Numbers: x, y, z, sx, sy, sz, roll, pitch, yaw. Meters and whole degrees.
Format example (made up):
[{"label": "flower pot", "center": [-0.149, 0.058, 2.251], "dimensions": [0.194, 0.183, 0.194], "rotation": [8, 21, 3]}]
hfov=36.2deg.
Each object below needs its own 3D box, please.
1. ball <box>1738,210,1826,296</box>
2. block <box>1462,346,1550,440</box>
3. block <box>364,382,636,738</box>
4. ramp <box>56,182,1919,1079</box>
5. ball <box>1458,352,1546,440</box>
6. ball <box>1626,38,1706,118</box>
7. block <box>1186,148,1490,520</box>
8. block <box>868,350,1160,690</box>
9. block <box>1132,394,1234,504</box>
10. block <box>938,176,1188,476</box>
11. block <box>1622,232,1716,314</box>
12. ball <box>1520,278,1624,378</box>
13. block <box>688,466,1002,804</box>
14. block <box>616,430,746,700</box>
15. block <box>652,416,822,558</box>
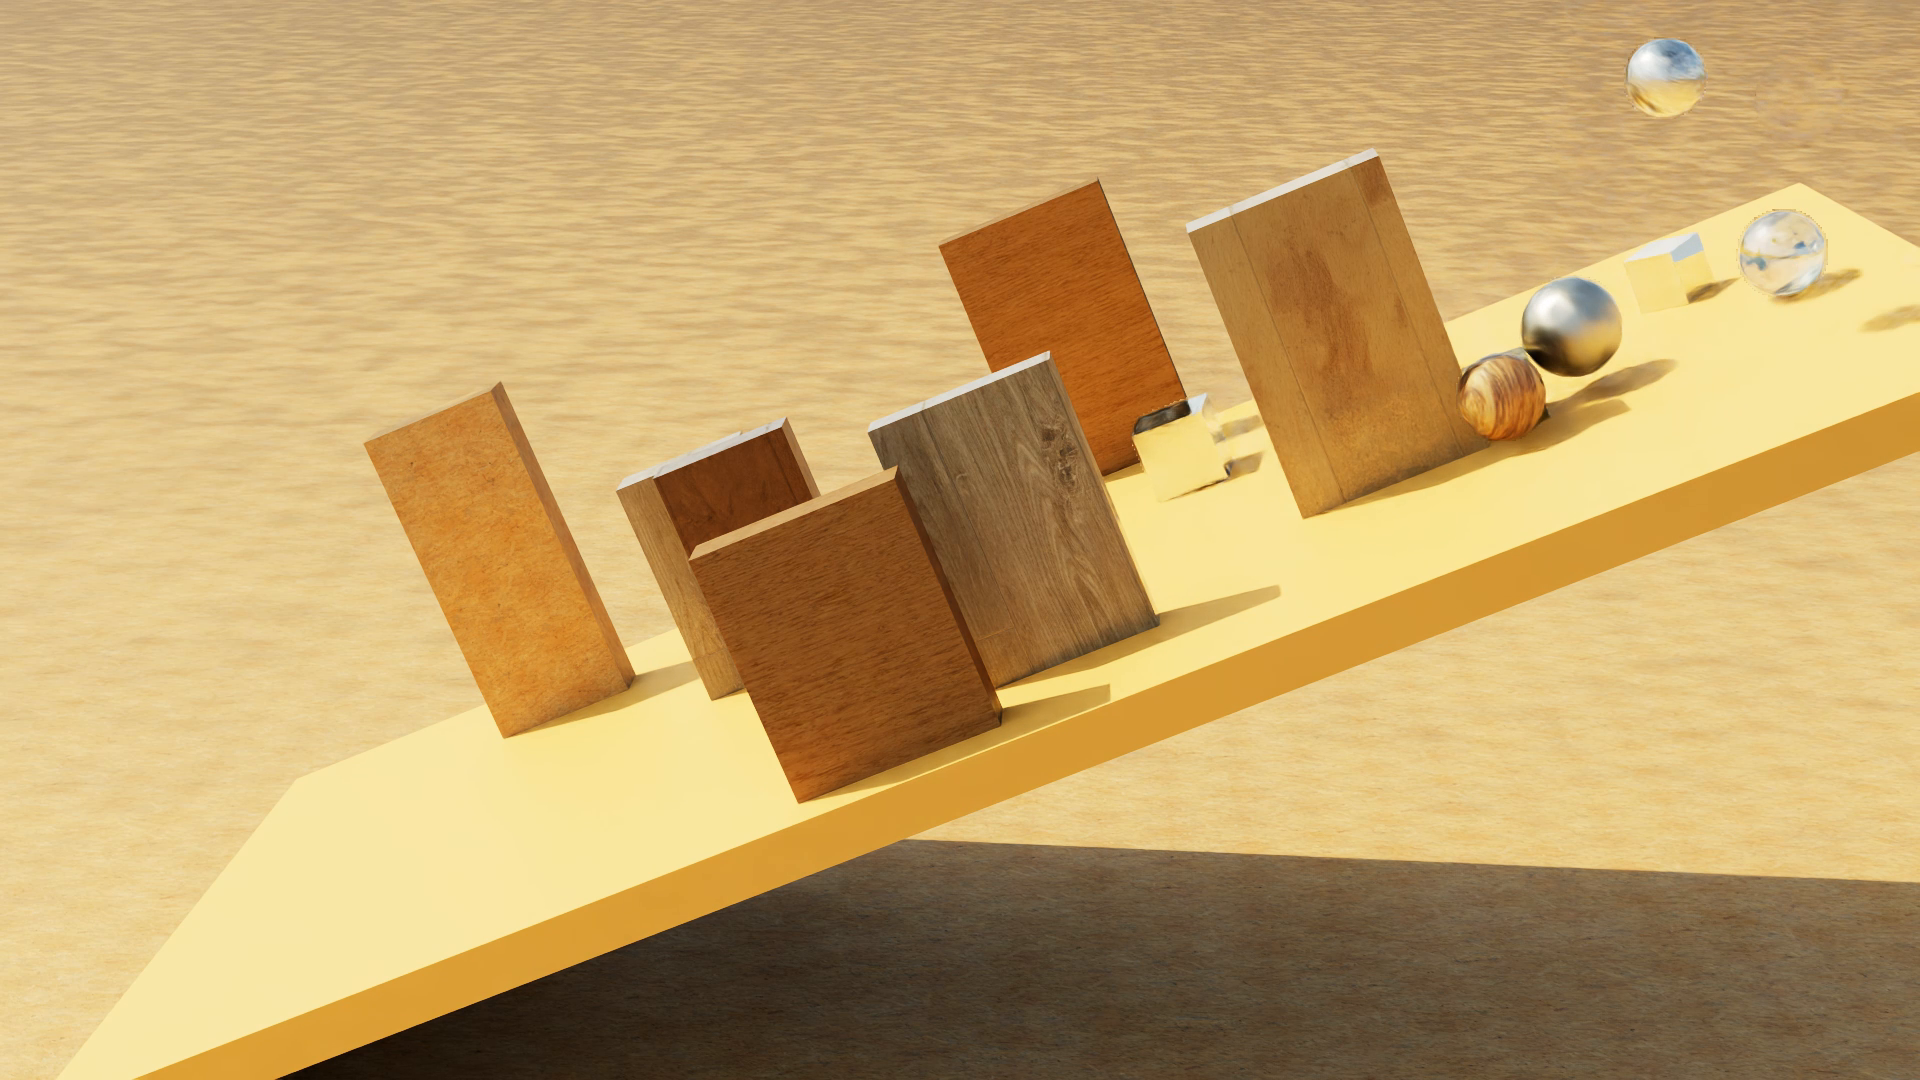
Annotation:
[{"label": "ball", "center": [1.685, -0.588, 6.025], "dimensions": [0.173, 0.173, 0.173], "rotation": [0, 14, 0]}, {"label": "block", "center": [1.105, -0.298, 5.953], "dimensions": [0.131, 0.131, 0.131], "rotation": [-20, 13, 13]}, {"label": "block", "center": [-1.080, 0.050, 6.938], "dimensions": [0.327, 0.776, 0.125], "rotation": [-22, 12, 8]}, {"label": "ramp", "center": [0.127, 0.172, 6.288], "dimensions": [4.000, 0.100, 2.000], "rotation": [-22, 12, 8]}, {"label": "ball", "center": [1.064, -0.282, 5.777], "dimensions": [0.171, 0.171, 0.171], "rotation": [0, 14, 0]}, {"label": "ball", "center": [1.340, -0.878, 5.588], "dimensions": [0.149, 0.149, 0.149], "rotation": [0, 14, 0]}, {"label": "block", "center": [0.757, -0.411, 5.894], "dimensions": [0.400, 0.628, 0.126], "rotation": [-22, 12, 8]}, {"label": "block", "center": [0.106, -0.031, 5.631], "dimensions": [0.371, 0.559, 0.089], "rotation": [-22, 12, 8]}, {"label": "block", "center": [0.500, -0.206, 6.587], "dimensions": [0.165, 0.165, 0.165], "rotation": [-20, 13, 15]}, {"label": "block", "center": [0.264, -0.478, 6.996], "dimensions": [0.403, 0.661, 0.088], "rotation": [-22, 12, 8]}, {"label": "block", "center": [1.538, -0.578, 6.375], "dimensions": [0.122, 0.122, 0.122], "rotation": [-9, 18, 48]}, {"label": "ball", "center": [1.235, -0.429, 5.937], "dimensions": [0.203, 0.203, 0.203], "rotation": [0, 14, 0]}, {"label": "block", "center": [-0.208, 0.177, 5.447], "dimensions": [0.409, 0.505, 0.111], "rotation": [-22, 12, 8]}, {"label": "block", "center": [-0.515, 0.058, 6.487], "dimensions": [0.285, 0.516, 0.124], "rotation": [-22, 12, 8]}, {"label": "block", "center": [-0.398, 0.051, 6.231], "dimensions": [0.294, 0.547, 0.107], "rotation": [-22, 12, 8]}]
